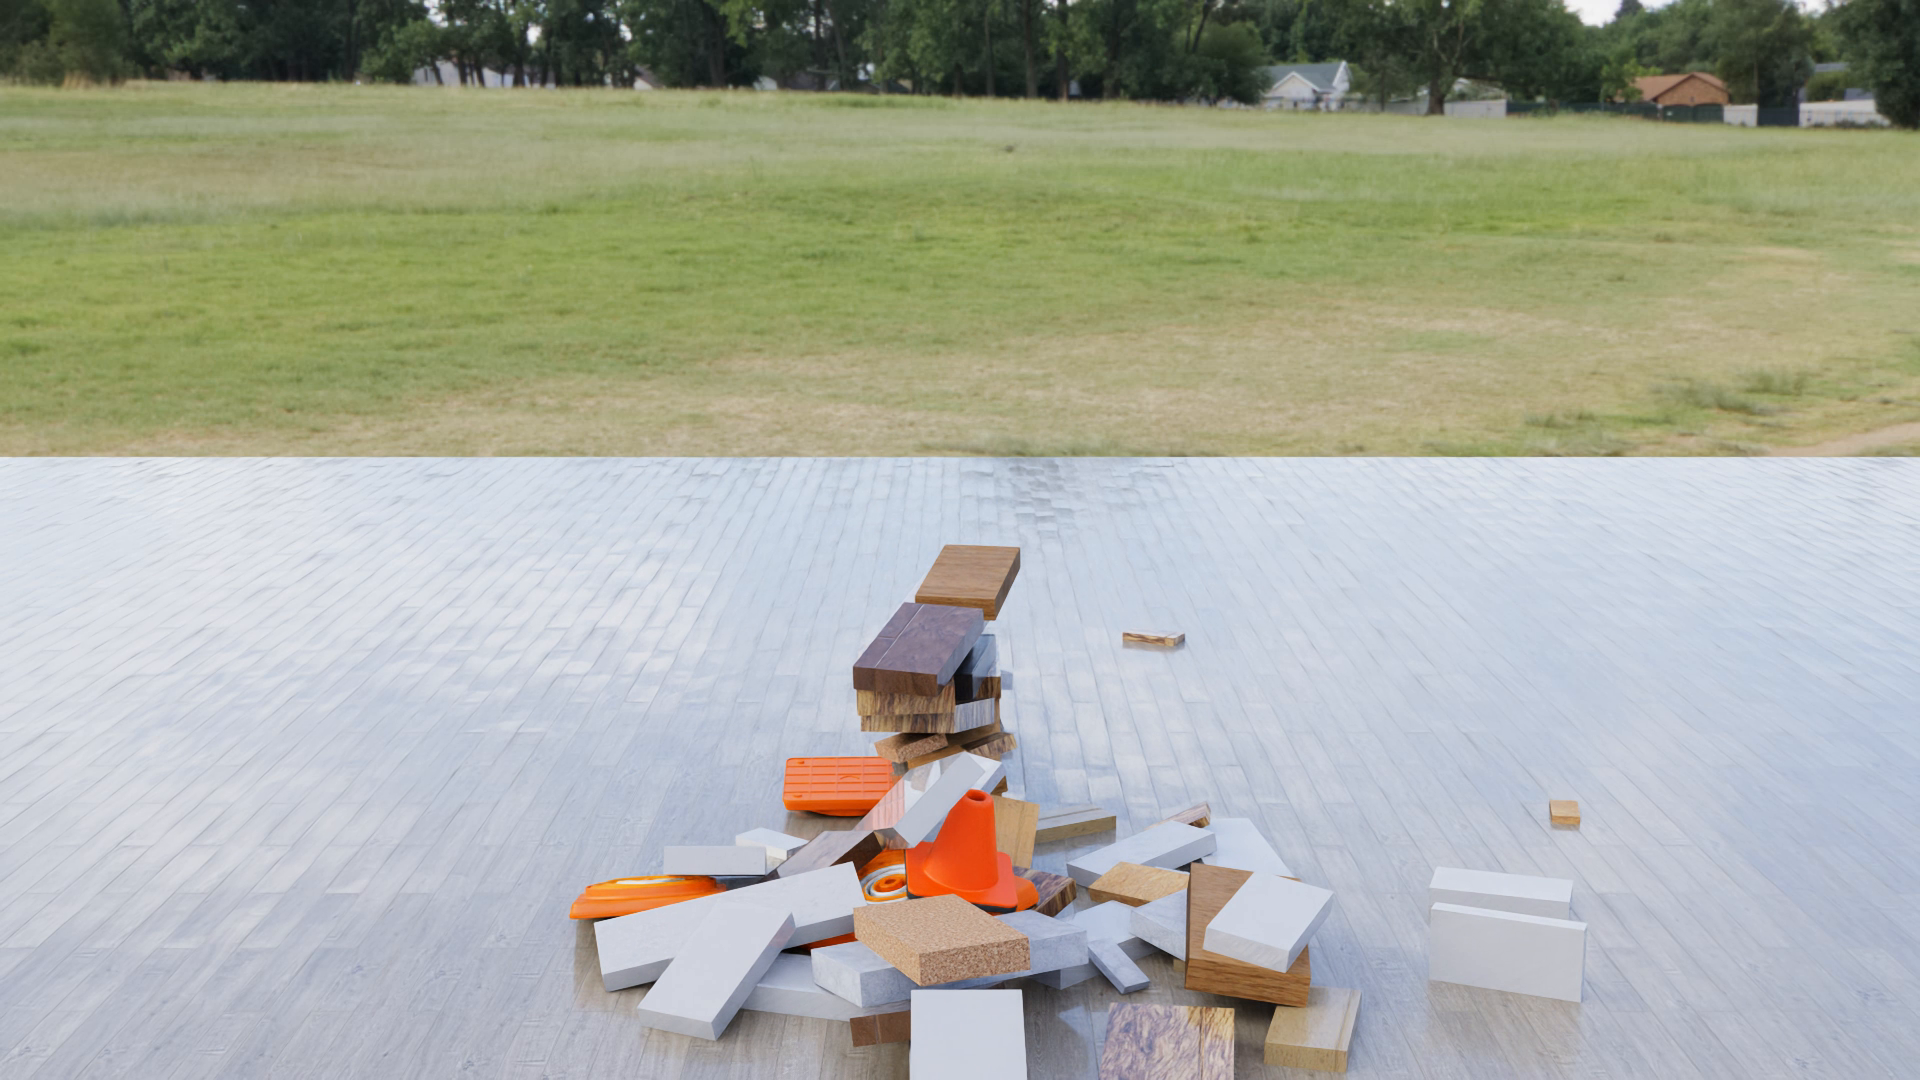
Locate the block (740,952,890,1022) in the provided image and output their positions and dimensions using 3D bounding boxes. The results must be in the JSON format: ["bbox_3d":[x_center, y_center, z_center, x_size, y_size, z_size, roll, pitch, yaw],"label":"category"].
[{"bbox_3d":[-0.201,0.655,3.219,0.265,0.037,0.132,3,11,16],"label":"block"}]

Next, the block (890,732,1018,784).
[{"bbox_3d":[-0.012,0.408,4.072,0.223,0.027,0.095,-20,3,-17],"label":"block"}]

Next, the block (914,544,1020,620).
[{"bbox_3d":[0.018,0.081,4.312,0.154,0.044,0.309,2,19,10],"label":"block"}]

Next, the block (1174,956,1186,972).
[{"bbox_3d":[0.397,0.639,3.349,0.140,0.020,0.070,1,11,8],"label":"block"}]

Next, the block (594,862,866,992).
[{"bbox_3d":[-0.344,0.582,3.322,0.403,0.035,0.123,-12,31,-9],"label":"block"}]

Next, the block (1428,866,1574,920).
[{"bbox_3d":[0.892,0.582,3.626,0.222,0.031,0.111,3,11,18],"label":"block"}]

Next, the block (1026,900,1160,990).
[{"bbox_3d":[0.197,0.622,3.393,0.267,0.038,0.134,-10,15,-44],"label":"block"}]

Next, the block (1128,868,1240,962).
[{"bbox_3d":[0.401,0.585,3.425,0.134,0.038,0.267,22,22,41],"label":"block"}]

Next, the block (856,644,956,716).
[{"bbox_3d":[-0.101,0.253,4.056,0.174,0.049,0.347,-2,10,-2],"label":"block"}]

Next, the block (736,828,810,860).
[{"bbox_3d":[-0.330,0.538,3.899,0.127,0.018,0.063,9,14,40],"label":"block"}]

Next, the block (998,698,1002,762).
[{"bbox_3d":[0.000,0.364,4.456,0.161,0.046,0.322,-1,25,1],"label":"block"}]

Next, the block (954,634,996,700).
[{"bbox_3d":[-0.037,0.248,4.349,0.174,0.049,0.347,0,10,8],"label":"block"}]

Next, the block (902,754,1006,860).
[{"bbox_3d":[-0.016,0.452,3.744,0.087,0.025,0.210,11,49,42],"label":"block"}]

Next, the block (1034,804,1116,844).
[{"bbox_3d":[0.188,0.515,4.003,0.175,0.025,0.087,-6,12,-30],"label":"block"}]

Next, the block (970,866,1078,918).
[{"bbox_3d":[0.074,0.590,3.474,0.117,0.033,0.233,7,22,33],"label":"block"}]

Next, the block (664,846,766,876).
[{"bbox_3d":[-0.396,0.526,3.596,0.158,0.045,0.315,1,-9,-4],"label":"block"}]

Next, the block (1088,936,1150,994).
[{"bbox_3d":[0.232,0.634,3.279,0.050,0.014,0.101,-5,35,-38],"label":"block"}]

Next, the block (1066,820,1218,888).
[{"bbox_3d":[0.310,0.539,3.739,0.233,0.033,0.117,-17,13,-32],"label":"block"}]

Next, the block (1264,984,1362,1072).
[{"bbox_3d":[0.497,0.682,3.087,0.111,0.031,0.222,3,11,15],"label":"block"}]

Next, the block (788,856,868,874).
[{"bbox_3d":[-0.228,0.559,3.789,0.127,0.018,0.063,-2,11,-12],"label":"block"}]

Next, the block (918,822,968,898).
[{"bbox_3d":[-0.020,0.525,3.731,0.101,0.029,0.203,-2,33,-4],"label":"block"}]

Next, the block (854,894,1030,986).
[{"bbox_3d":[-0.030,0.563,3.114,0.157,0.045,0.315,-5,4,-19],"label":"block"}]

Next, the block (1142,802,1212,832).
[{"bbox_3d":[0.382,0.507,3.886,0.127,0.018,0.063,-27,13,16],"label":"block"}]

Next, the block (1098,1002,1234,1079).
[{"bbox_3d":[0.275,0.706,2.911,0.172,0.049,0.345,1,11,7],"label":"block"}]

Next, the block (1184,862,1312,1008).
[{"bbox_3d":[0.426,0.583,3.276,0.172,0.049,0.345,8,15,4],"label":"block"}]

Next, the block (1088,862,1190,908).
[{"bbox_3d":[0.301,0.563,3.546,0.175,0.025,0.087,4,27,45],"label":"block"}]

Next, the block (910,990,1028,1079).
[{"bbox_3d":[0.010,0.663,2.697,0.141,0.040,0.283,0,30,-1],"label":"block"}]

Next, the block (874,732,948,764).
[{"bbox_3d":[-0.092,0.378,4.073,0.095,0.027,0.191,-20,3,-14],"label":"block"}]

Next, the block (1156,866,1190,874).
[{"bbox_3d":[0.351,0.579,3.575,0.070,0.020,0.140,11,21,0],"label":"block"}]

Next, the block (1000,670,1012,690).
[{"bbox_3d":[0.020,0.307,4.925,0.126,0.036,0.359,-1,1,-10],"label":"block"}]

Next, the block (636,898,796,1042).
[{"bbox_3d":[-0.350,0.619,3.185,0.123,0.035,0.246,5,32,25],"label":"block"}]

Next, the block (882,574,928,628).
[{"bbox_3d":[-0.033,0.140,4.275,0.154,0.044,0.309,3,19,14],"label":"block"}]

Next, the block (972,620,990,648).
[{"bbox_3d":[-0.019,0.175,4.511,0.126,0.036,0.252,0,10,8],"label":"block"}]

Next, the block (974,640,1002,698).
[{"bbox_3d":[0.001,0.265,4.515,0.161,0.046,0.322,-2,11,0],"label":"block"}]

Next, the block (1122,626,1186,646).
[{"bbox_3d":[0.484,0.241,5.495,0.140,0.020,0.070,6,12,29],"label":"block"}]

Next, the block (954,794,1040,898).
[{"bbox_3d":[0.064,0.517,3.696,0.117,0.033,0.233,12,32,1],"label":"block"}]

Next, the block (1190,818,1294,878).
[{"bbox_3d":[0.474,0.555,3.755,0.132,0.037,0.398,-1,11,-6],"label":"block"}]

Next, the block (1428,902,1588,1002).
[{"bbox_3d":[0.810,0.610,3.258,0.222,0.111,0.031,5,11,24],"label":"block"}]

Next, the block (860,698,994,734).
[{"bbox_3d":[-0.056,0.326,4.127,0.174,0.049,0.347,0,-2,13],"label":"block"}]

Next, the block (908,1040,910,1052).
[{"bbox_3d":[0.004,0.688,2.874,0.141,0.040,0.283,0,-1,-2],"label":"block"}]

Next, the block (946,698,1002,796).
[{"bbox_3d":[-0.002,0.407,4.261,0.161,0.046,0.322,-2,28,1],"label":"block"}]

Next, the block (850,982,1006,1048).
[{"bbox_3d":[-0.039,0.646,3.005,0.134,0.038,0.267,-11,-7,17],"label":"block"}]

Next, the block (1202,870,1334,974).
[{"bbox_3d":[0.455,0.557,3.225,0.123,0.035,0.246,13,16,22],"label":"block"}]

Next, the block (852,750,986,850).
[{"bbox_3d":[-0.078,0.432,3.583,0.158,0.045,0.614,-46,1,-12],"label":"block"}]

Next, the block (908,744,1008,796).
[{"bbox_3d":[-0.006,0.417,3.900,0.101,0.029,0.203,-14,16,-22],"label":"block"}]

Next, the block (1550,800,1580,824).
[{"bbox_3d":[1.124,0.505,4.087,0.050,0.014,0.101,2,11,12],"label":"block"}]

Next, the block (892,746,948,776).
[{"bbox_3d":[-0.074,0.398,4.114,0.095,0.027,0.191,-19,3,3],"label":"block"}]

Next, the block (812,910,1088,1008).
[{"bbox_3d":[-0.014,0.604,3.190,0.362,0.049,0.172,-5,4,-26],"label":"block"}]

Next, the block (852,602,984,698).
[{"bbox_3d":[-0.072,0.196,3.988,0.154,0.044,0.309,5,21,15],"label":"block"}]

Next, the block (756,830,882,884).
[{"bbox_3d":[-0.259,0.547,3.484,0.132,0.037,0.265,-9,20,48],"label":"block"}]
